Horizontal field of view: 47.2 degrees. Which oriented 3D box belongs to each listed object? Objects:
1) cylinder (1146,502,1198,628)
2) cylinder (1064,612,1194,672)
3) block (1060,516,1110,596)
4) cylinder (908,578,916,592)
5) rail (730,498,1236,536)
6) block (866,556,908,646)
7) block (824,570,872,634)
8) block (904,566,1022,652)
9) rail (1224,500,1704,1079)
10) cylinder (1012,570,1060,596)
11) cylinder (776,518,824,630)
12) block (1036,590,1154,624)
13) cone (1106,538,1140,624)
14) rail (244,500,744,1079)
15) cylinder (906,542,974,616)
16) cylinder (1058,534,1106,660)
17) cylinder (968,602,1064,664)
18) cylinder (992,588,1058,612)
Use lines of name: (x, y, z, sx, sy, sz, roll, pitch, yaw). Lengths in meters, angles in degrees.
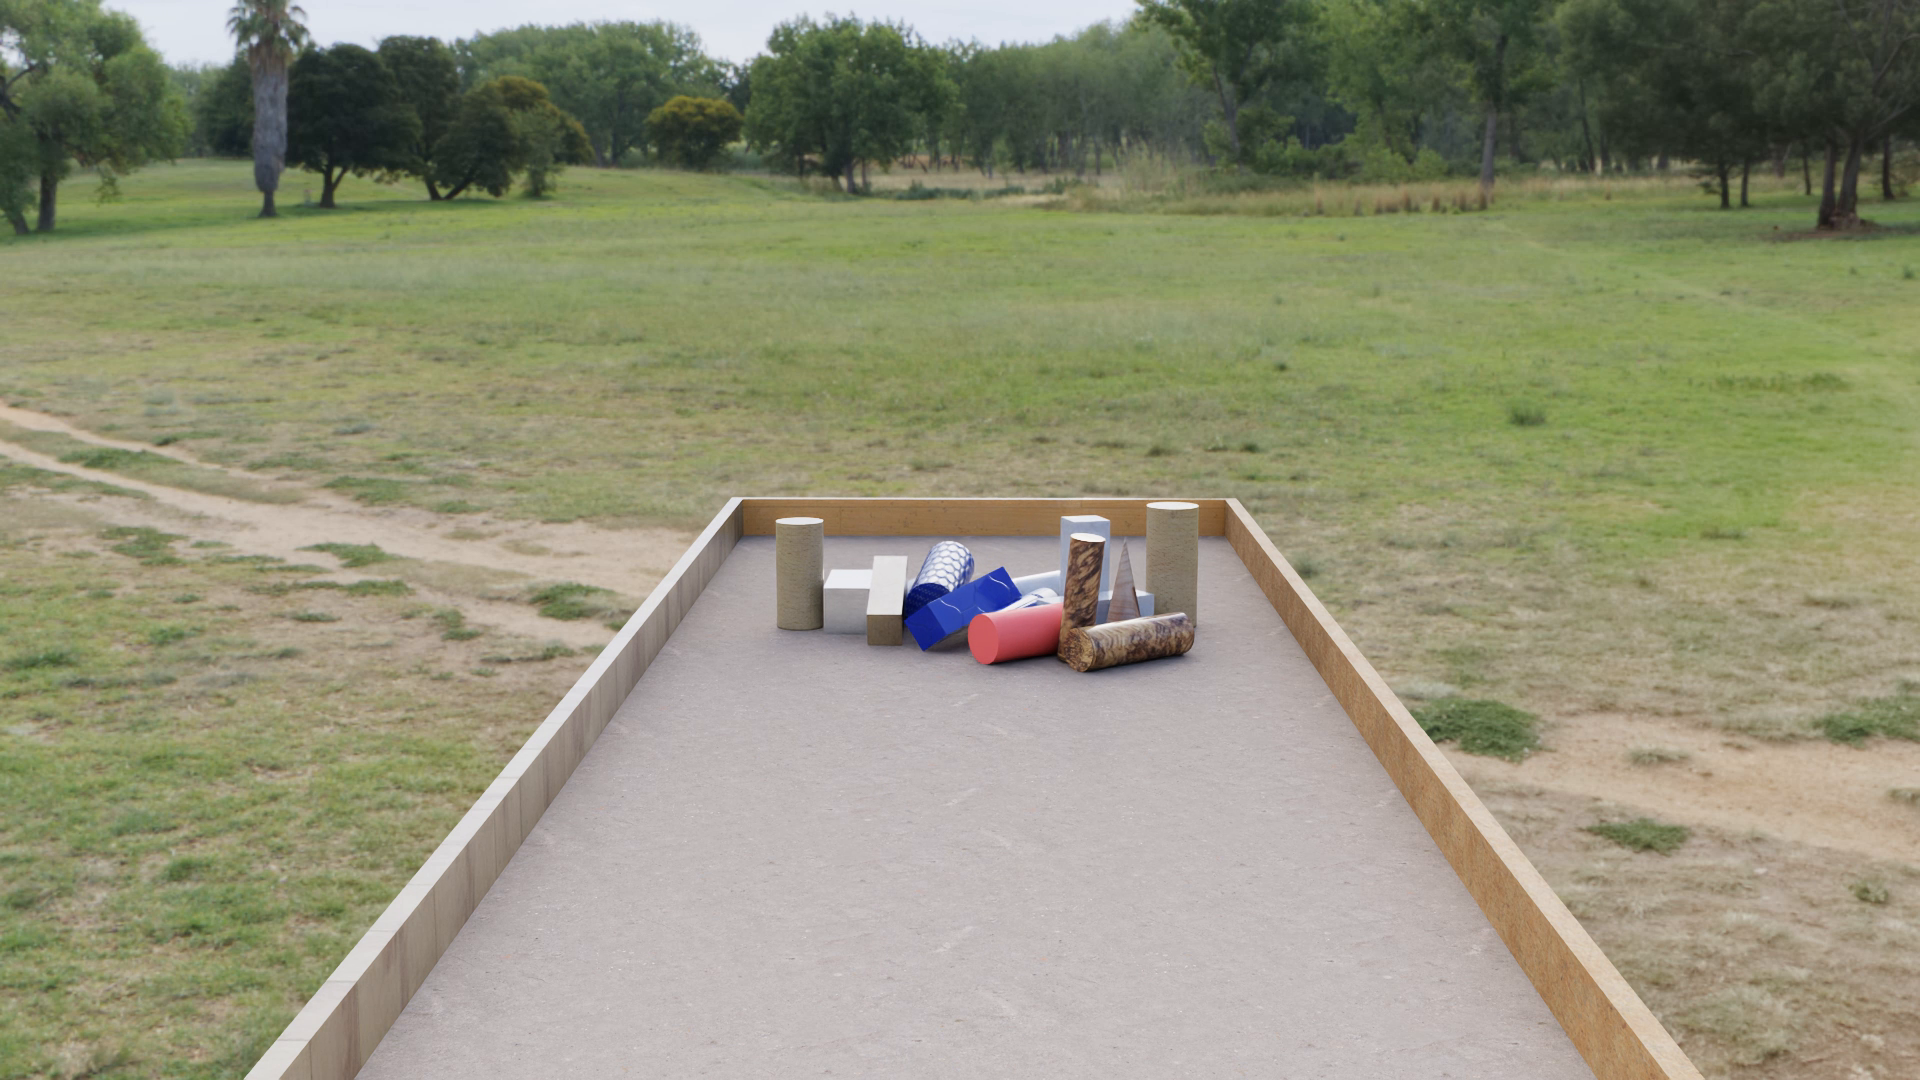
cylinder: (0.694, 0.084, 7.204, 0.170, 0.398, 0.170, 0, 9, 0)
cylinder: (0.514, 0.306, 6.660, 0.418, 0.131, 0.131, -7, 11, -38)
block: (0.408, 0.106, 7.198, 0.125, 0.356, 0.125, -3, 9, -17)
cylinder: (-0.162, 0.190, 7.475, 0.105, 0.105, 0.415, 3, 10, 20)
rail: (0.099, -0.098, 9.147, 2.100, 0.150, 0.050, 0, 9, 1)
block: (-0.232, 0.193, 7.091, 0.109, 0.109, 0.432, 0, 24, 1)
block: (-0.360, 0.202, 7.247, 0.152, 0.152, 0.348, 0, 9, 1)
block: (0.013, 0.216, 6.979, 0.113, 0.113, 0.450, -36, -7, 36)
rail: (1.046, 0.843, 3.208, 0.050, 0.150, 12.000, 0, 9, 1)
cylinder: (0.215, 0.186, 7.440, 0.124, 0.124, 0.453, 9, 13, 44)
cylinder: (-0.523, 0.110, 7.195, 0.155, 0.350, 0.155, 0, 9, 0)
block: (0.435, 0.244, 7.075, 0.372, 0.124, 0.124, -5, 10, -30)
cone: (0.521, 0.156, 6.956, 0.139, 0.335, 0.139, 0, 9, 0)
rail: (-1.004, 0.839, 3.234, 0.050, 0.150, 12.000, 0, 9, 1)
cylinder: (-0.064, 0.153, 7.303, 0.171, 0.171, 0.451, 1, 17, 7)
cylinder: (0.366, 0.176, 6.657, 0.104, 0.379, 0.104, 6, 13, -1)
cylinder: (0.220, 0.282, 6.744, 0.374, 0.153, 0.153, -7, 11, -36)
cylinder: (0.196, 0.247, 7.084, 0.115, 0.115, 0.449, 4, 10, 22)
